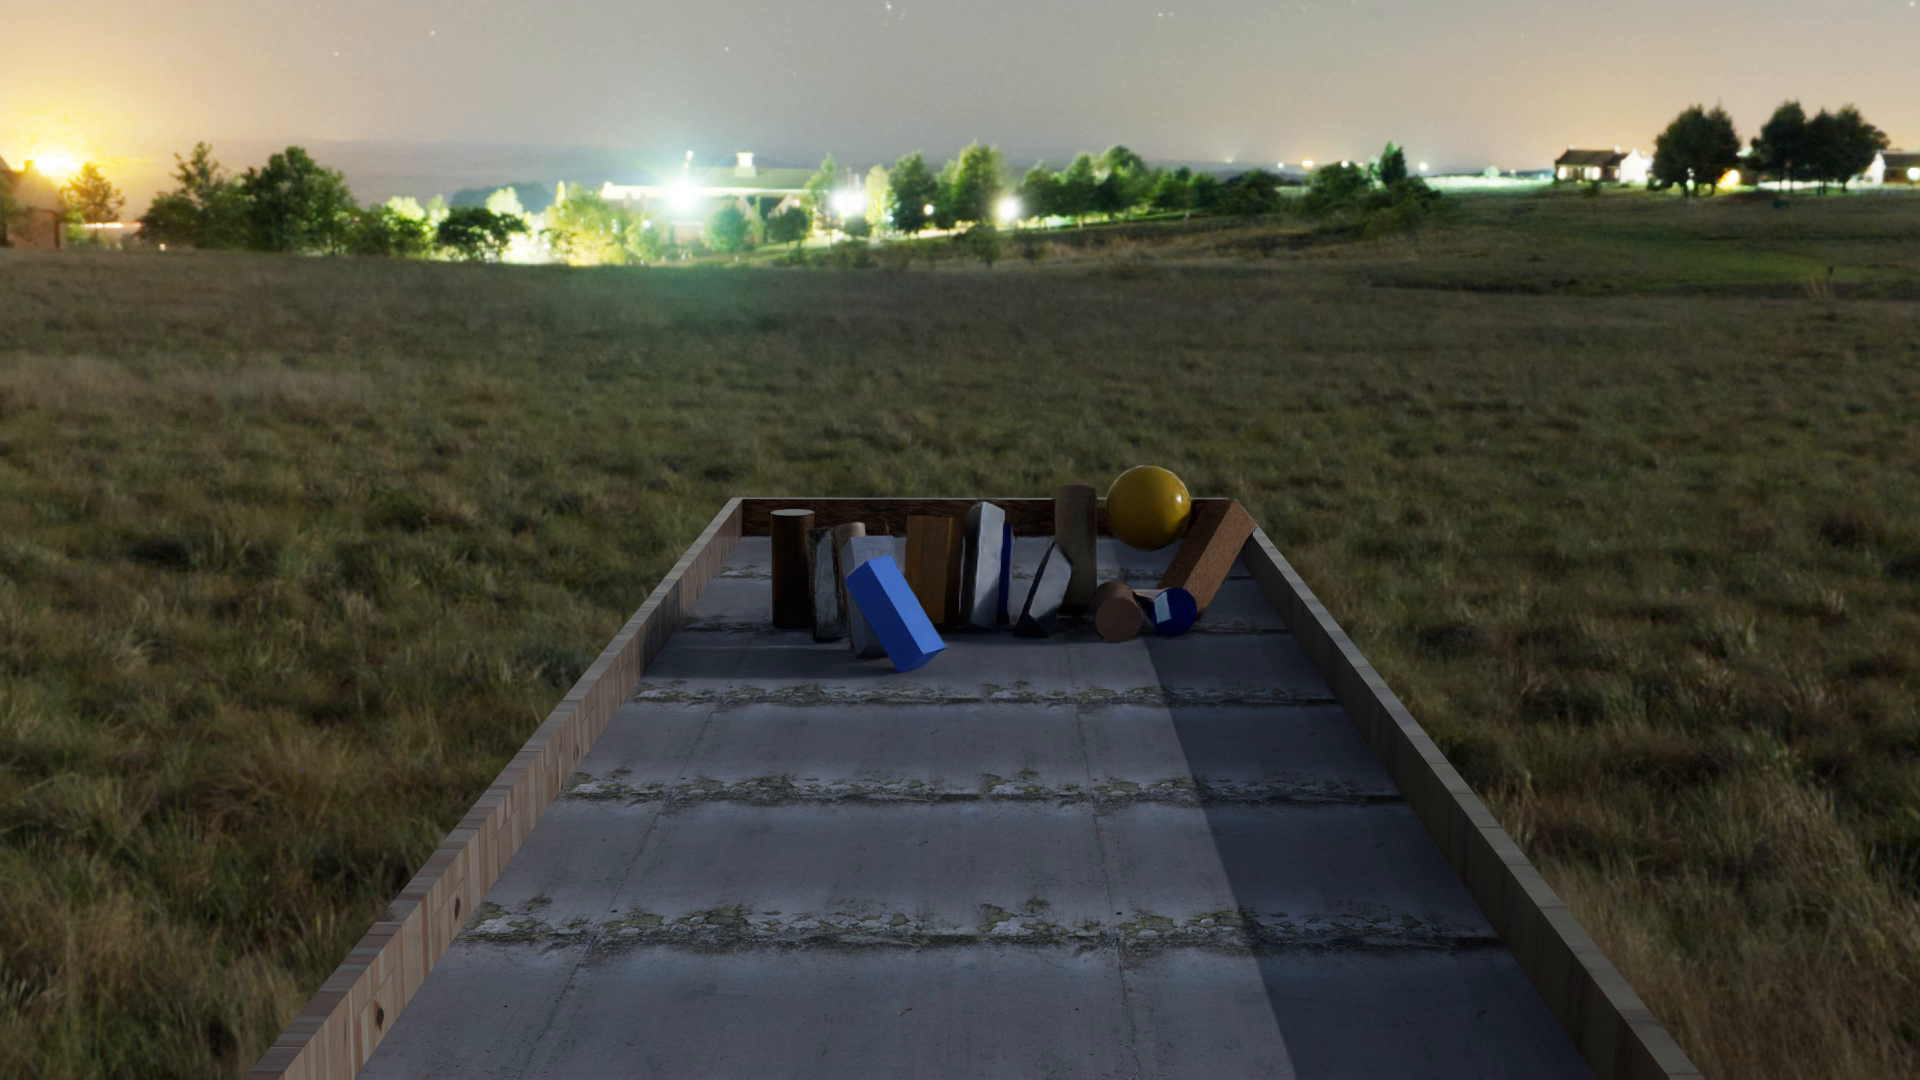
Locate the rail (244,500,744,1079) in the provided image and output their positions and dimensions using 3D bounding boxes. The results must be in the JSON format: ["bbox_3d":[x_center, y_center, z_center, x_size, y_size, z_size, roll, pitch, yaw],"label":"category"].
[{"bbox_3d":[-1.004,0.839,3.234,0.050,0.150,12.000,0,9,1],"label":"rail"}]

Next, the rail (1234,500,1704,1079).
[{"bbox_3d":[1.046,0.843,3.208,0.050,0.150,12.000,0,9,1],"label":"rail"}]

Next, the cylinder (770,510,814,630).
[{"bbox_3d":[-0.547,0.095,7.214,0.144,0.375,0.144,0,9,0],"label":"cylinder"}]

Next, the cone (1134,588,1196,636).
[{"bbox_3d":[0.627,0.200,7.183,0.161,0.161,0.333,-3,12,-20],"label":"cone"}]

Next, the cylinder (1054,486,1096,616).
[{"bbox_3d":[0.387,0.037,7.371,0.139,0.420,0.139,1,-15,0],"label":"cylinder"}]

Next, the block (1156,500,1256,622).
[{"bbox_3d":[0.809,0.067,7.316,0.127,0.411,0.127,44,-23,-29],"label":"block"}]

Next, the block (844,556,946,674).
[{"bbox_3d":[-0.194,0.220,6.562,0.114,0.330,0.114,-41,-16,34],"label":"block"}]

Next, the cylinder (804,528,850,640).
[{"bbox_3d":[-0.420,0.137,6.983,0.121,0.349,0.121,-4,2,0],"label":"cylinder"}]

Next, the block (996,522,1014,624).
[{"bbox_3d":[0.098,0.109,7.262,0.140,0.302,0.140,1,-19,6],"label":"block"}]

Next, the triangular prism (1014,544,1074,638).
[{"bbox_3d":[0.268,0.158,7.137,0.118,0.102,0.358,3,40,17],"label":"triangular prism"}]

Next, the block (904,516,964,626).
[{"bbox_3d":[-0.089,0.101,7.181,0.145,0.344,0.145,2,-5,19],"label":"block"}]

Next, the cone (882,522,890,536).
[{"bbox_3d":[-0.242,0.105,7.215,0.174,0.355,0.174,0,9,0],"label":"cone"}]

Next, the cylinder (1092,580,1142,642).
[{"bbox_3d":[0.504,0.229,7.099,0.146,0.146,0.309,0,9,2],"label":"cylinder"}]

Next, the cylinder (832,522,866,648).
[{"bbox_3d":[-0.319,0.143,6.861,0.101,0.383,0.101,-9,-14,-2],"label":"cylinder"}]

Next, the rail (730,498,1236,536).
[{"bbox_3d":[0.099,-0.098,9.147,2.100,0.150,0.050,0,9,1],"label":"rail"}]

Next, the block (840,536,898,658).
[{"bbox_3d":[-0.262,0.174,6.732,0.133,0.347,0.133,-3,-18,-19],"label":"block"}]

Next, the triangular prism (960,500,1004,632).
[{"bbox_3d":[0.053,0.092,7.164,0.103,0.416,0.119,-11,-24,39],"label":"triangular prism"}]

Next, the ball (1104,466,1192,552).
[{"bbox_3d":[0.632,-0.106,7.392,0.291,0.291,0.291,0,9,0],"label":"ball"}]
